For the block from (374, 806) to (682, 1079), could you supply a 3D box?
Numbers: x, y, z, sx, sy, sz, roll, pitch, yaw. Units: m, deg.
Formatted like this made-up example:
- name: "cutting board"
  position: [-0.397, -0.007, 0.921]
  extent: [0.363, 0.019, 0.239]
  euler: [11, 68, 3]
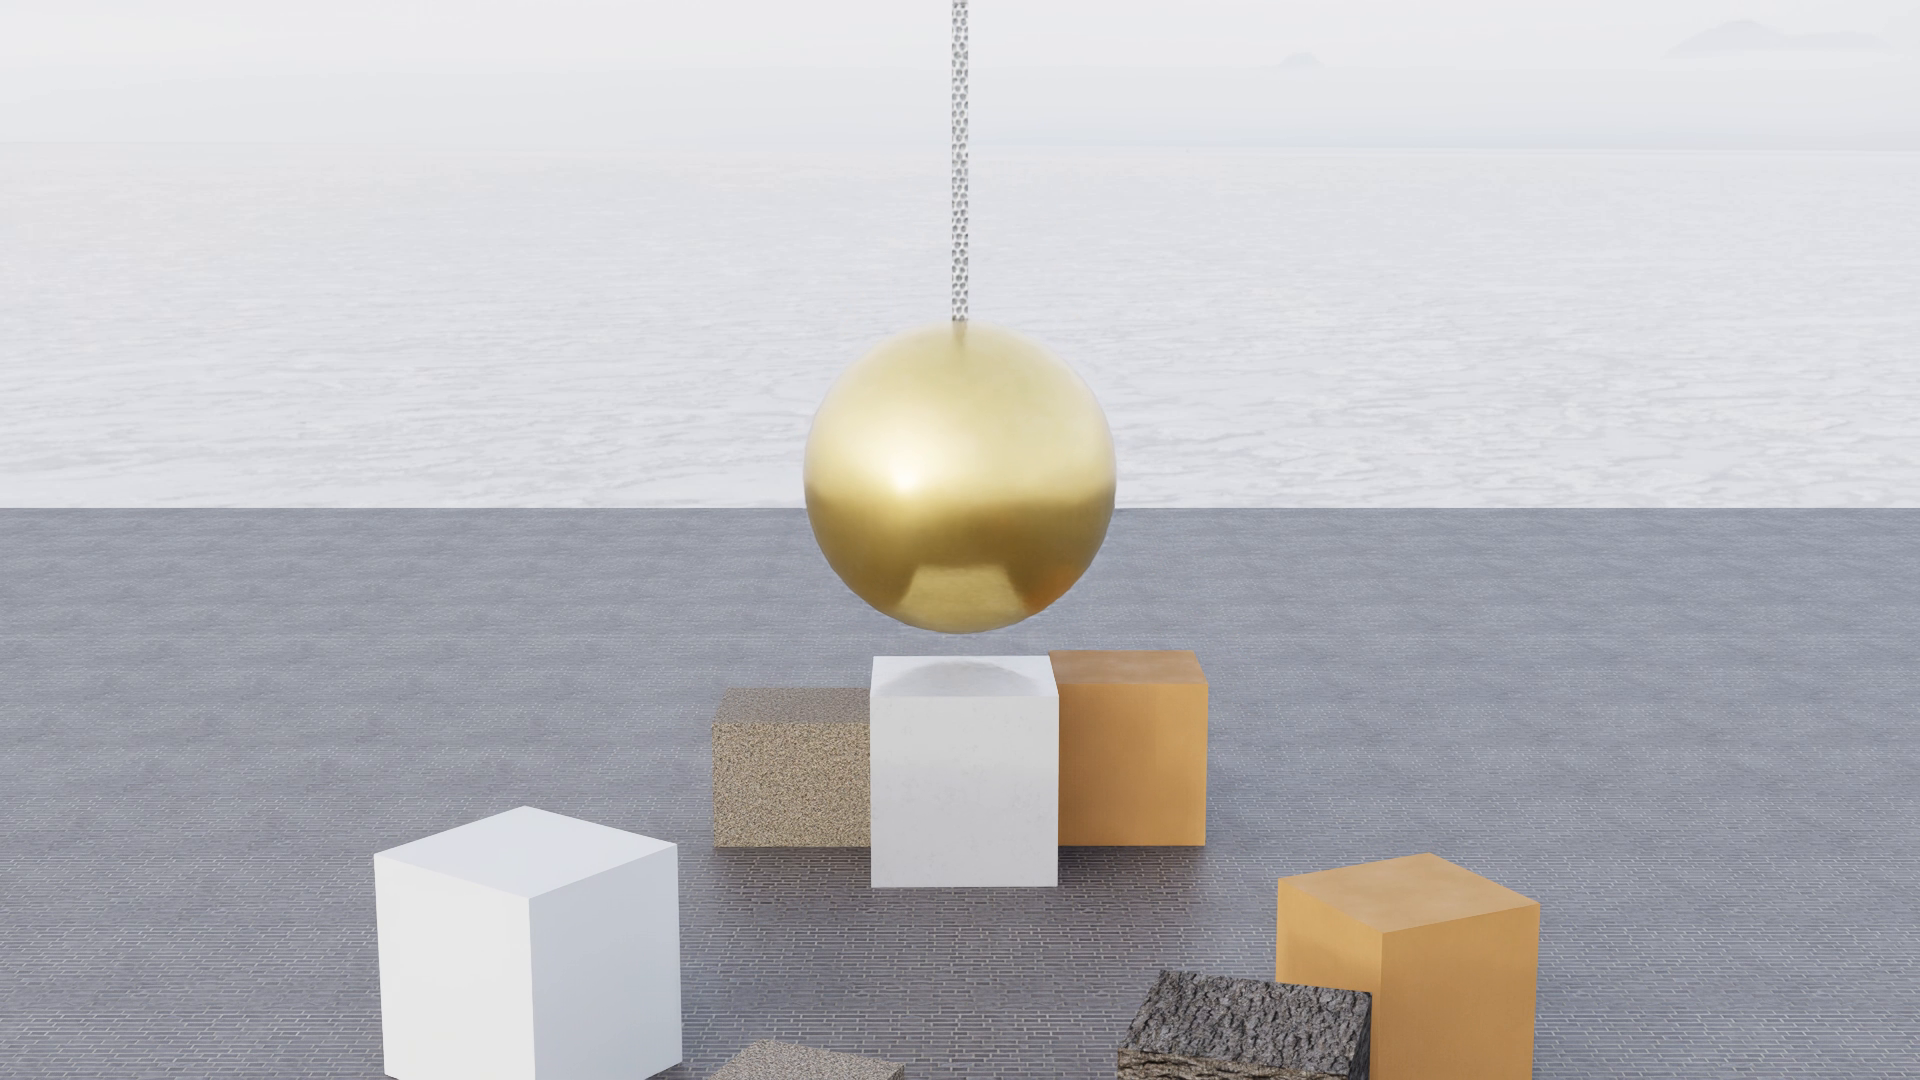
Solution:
- name: "block"
  position: [-1.632, 1.594, 8.357]
  extent: [0.834, 0.874, 0.755]
  euler: [7, 13, 35]

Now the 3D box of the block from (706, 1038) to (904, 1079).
- name: "block"
  position: [-0.534, 1.998, 7.072]
  extent: [0.534, 0.538, 0.545]
  euler: [4, 11, 23]

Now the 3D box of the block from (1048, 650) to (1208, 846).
- name: "block"
  position: [0.854, 1.063, 11.378]
  extent: [0.766, 0.838, 0.733]
  euler: [0, 10, 0]

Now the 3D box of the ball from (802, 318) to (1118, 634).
- name: "ball"
  position: [0.000, -0.324, 11.161]
  extent: [1.600, 1.600, 1.600]
  euler: [0, 10, 0]

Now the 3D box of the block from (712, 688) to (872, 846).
- name: "block"
  position: [-0.838, 1.163, 11.372]
  extent: [0.800, 0.642, 0.726]
  euler: [0, 10, 0]

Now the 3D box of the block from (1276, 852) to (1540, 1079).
- name: "block"
  position: [1.683, 1.674, 8.343]
  extent: [0.715, 0.720, 0.659]
  euler: [-5, 11, -25]

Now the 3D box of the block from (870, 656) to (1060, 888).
- name: "block"
  position: [0.014, 1.120, 10.802]
  extent: [0.887, 0.932, 0.830]
  euler: [0, 10, -1]

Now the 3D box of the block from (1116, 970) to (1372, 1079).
- name: "block"
  position: [0.956, 1.900, 7.334]
  extent: [0.733, 0.638, 0.701]
  euler: [3, 11, 16]

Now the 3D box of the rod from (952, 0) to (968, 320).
- name: "rod"
  position: [0.000, -3.665, 10.531]
  extent: [0.080, 5.200, 0.080]
  euler: [0, 11, 0]
